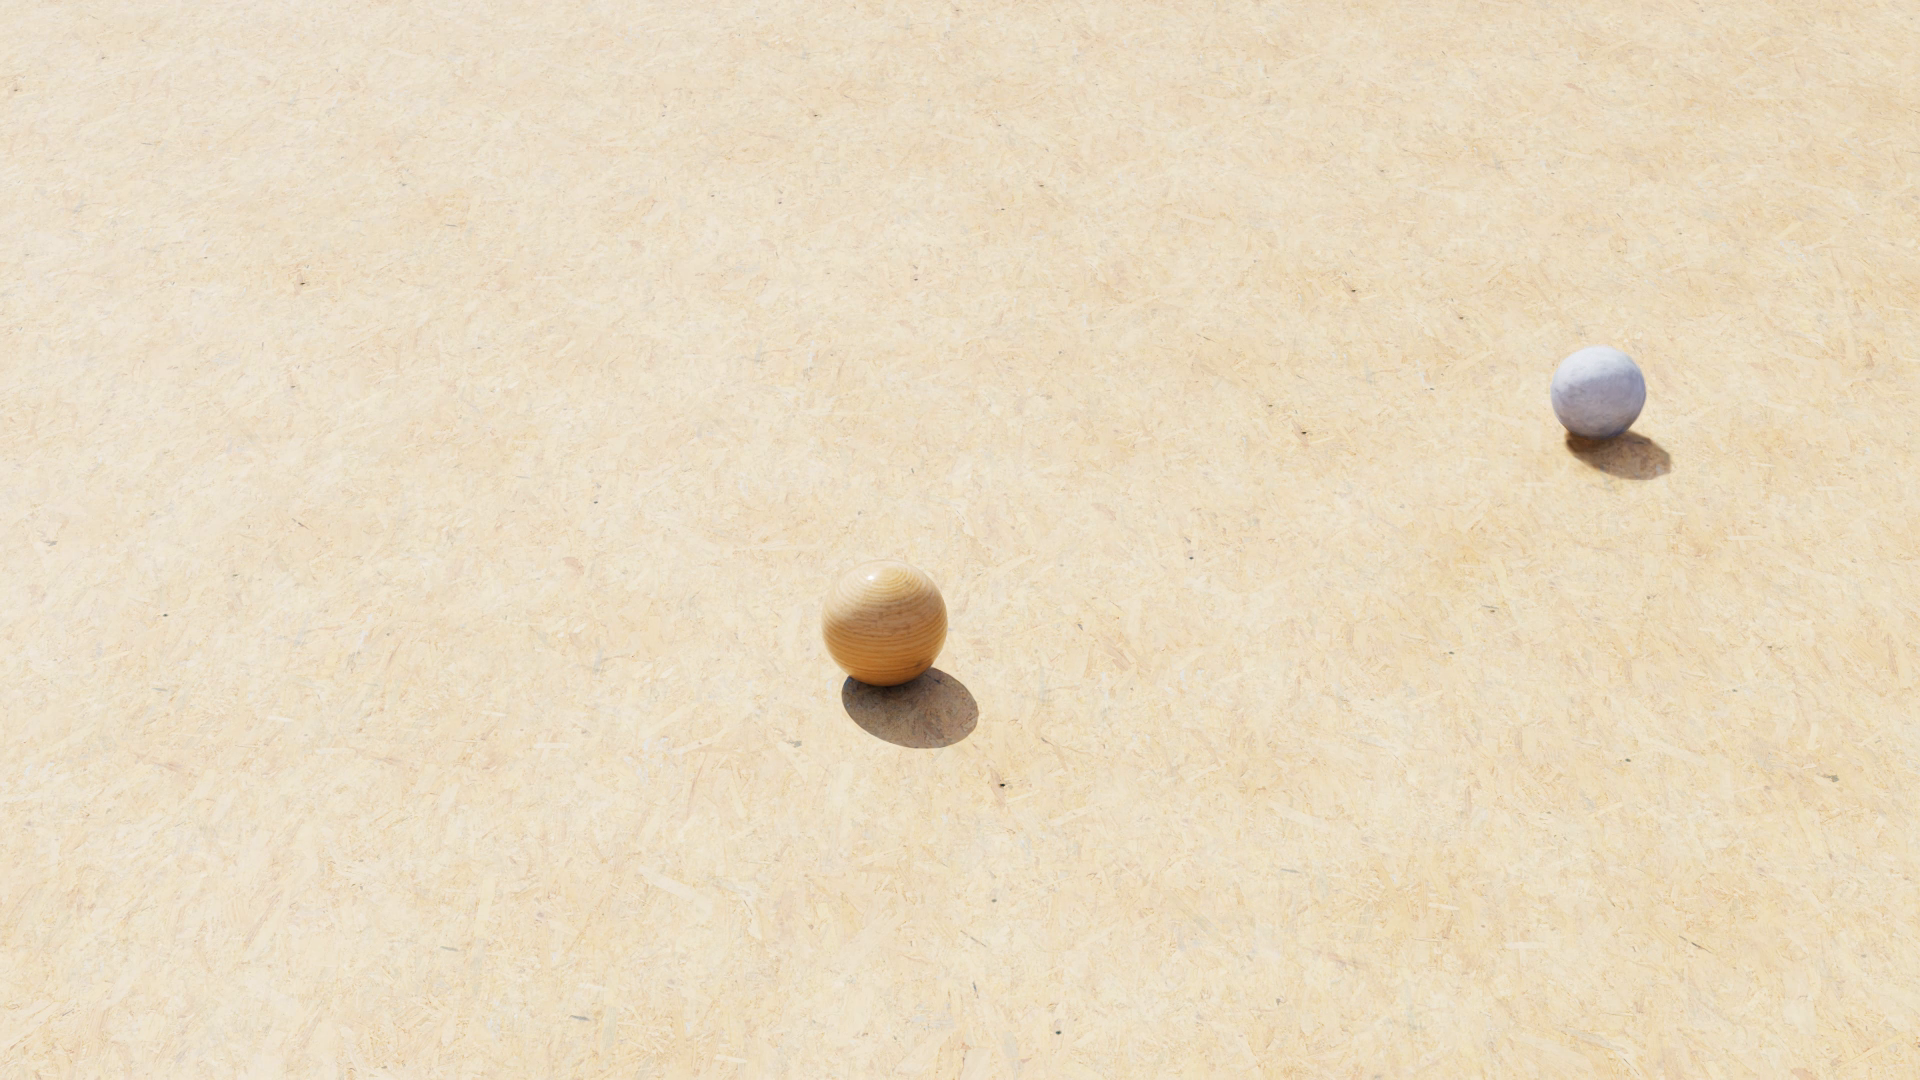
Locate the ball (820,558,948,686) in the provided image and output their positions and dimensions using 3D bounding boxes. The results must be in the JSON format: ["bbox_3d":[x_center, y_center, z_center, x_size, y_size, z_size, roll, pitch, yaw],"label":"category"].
[{"bbox_3d":[-0.041,0.045,1.607,0.070,0.070,0.070,0,30,0],"label":"ball"}]

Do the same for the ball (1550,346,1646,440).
[{"bbox_3d":[0.404,-0.093,1.862,0.059,0.059,0.059,0,30,0],"label":"ball"}]
